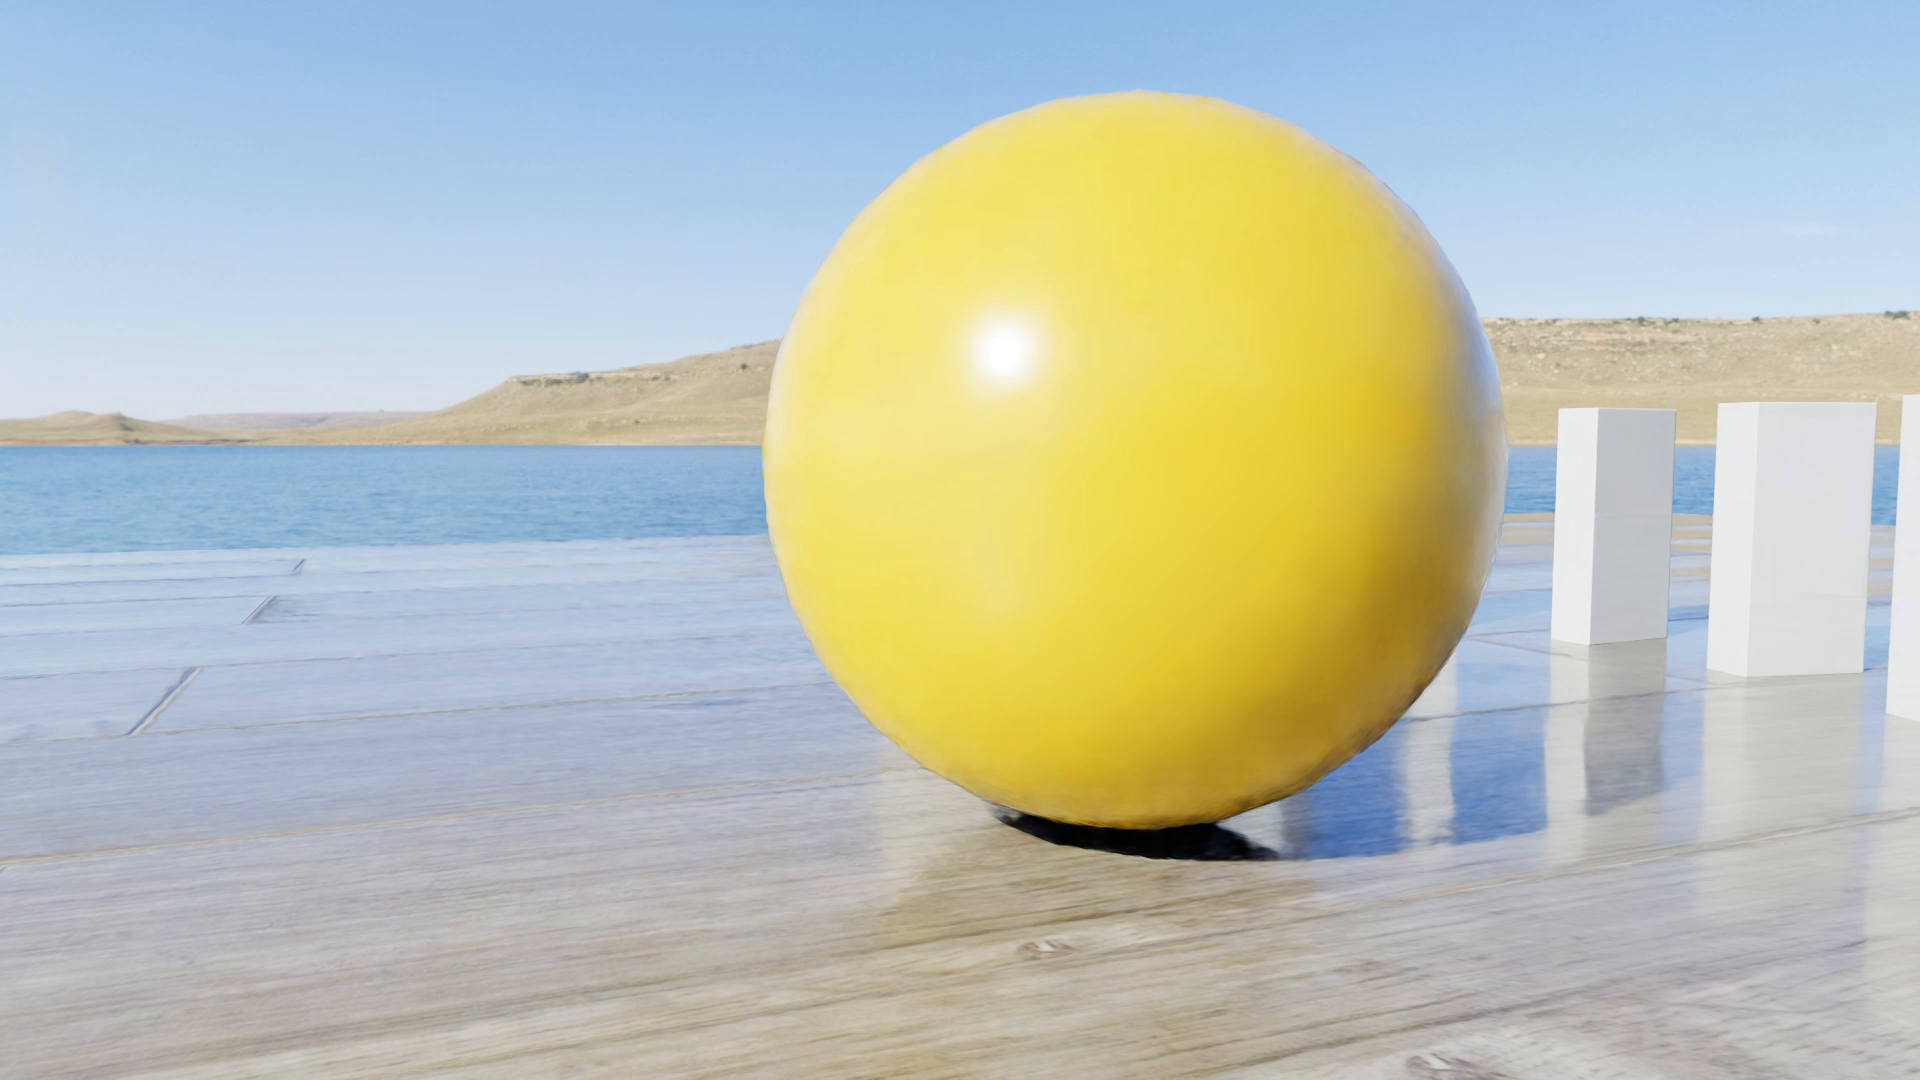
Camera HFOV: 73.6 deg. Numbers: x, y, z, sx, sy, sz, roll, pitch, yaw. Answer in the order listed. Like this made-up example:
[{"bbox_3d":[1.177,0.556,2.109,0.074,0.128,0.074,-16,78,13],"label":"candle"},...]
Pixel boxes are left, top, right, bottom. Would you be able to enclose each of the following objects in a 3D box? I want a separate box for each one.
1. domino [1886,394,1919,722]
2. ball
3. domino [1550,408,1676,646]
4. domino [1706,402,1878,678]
[{"bbox_3d":[0.159,0.003,0.197,0.025,0.050,0.009,0,4,-4],"label":"domino"},{"bbox_3d":[0.018,-0.008,0.144,0.080,0.080,0.080,0,4,0],"label":"ball"},{"bbox_3d":[0.142,-0.003,0.279,0.025,0.050,0.009,-2,5,-26],"label":"domino"},{"bbox_3d":[0.155,0.000,0.239,0.025,0.050,0.009,-1,4,-10],"label":"domino"}]
